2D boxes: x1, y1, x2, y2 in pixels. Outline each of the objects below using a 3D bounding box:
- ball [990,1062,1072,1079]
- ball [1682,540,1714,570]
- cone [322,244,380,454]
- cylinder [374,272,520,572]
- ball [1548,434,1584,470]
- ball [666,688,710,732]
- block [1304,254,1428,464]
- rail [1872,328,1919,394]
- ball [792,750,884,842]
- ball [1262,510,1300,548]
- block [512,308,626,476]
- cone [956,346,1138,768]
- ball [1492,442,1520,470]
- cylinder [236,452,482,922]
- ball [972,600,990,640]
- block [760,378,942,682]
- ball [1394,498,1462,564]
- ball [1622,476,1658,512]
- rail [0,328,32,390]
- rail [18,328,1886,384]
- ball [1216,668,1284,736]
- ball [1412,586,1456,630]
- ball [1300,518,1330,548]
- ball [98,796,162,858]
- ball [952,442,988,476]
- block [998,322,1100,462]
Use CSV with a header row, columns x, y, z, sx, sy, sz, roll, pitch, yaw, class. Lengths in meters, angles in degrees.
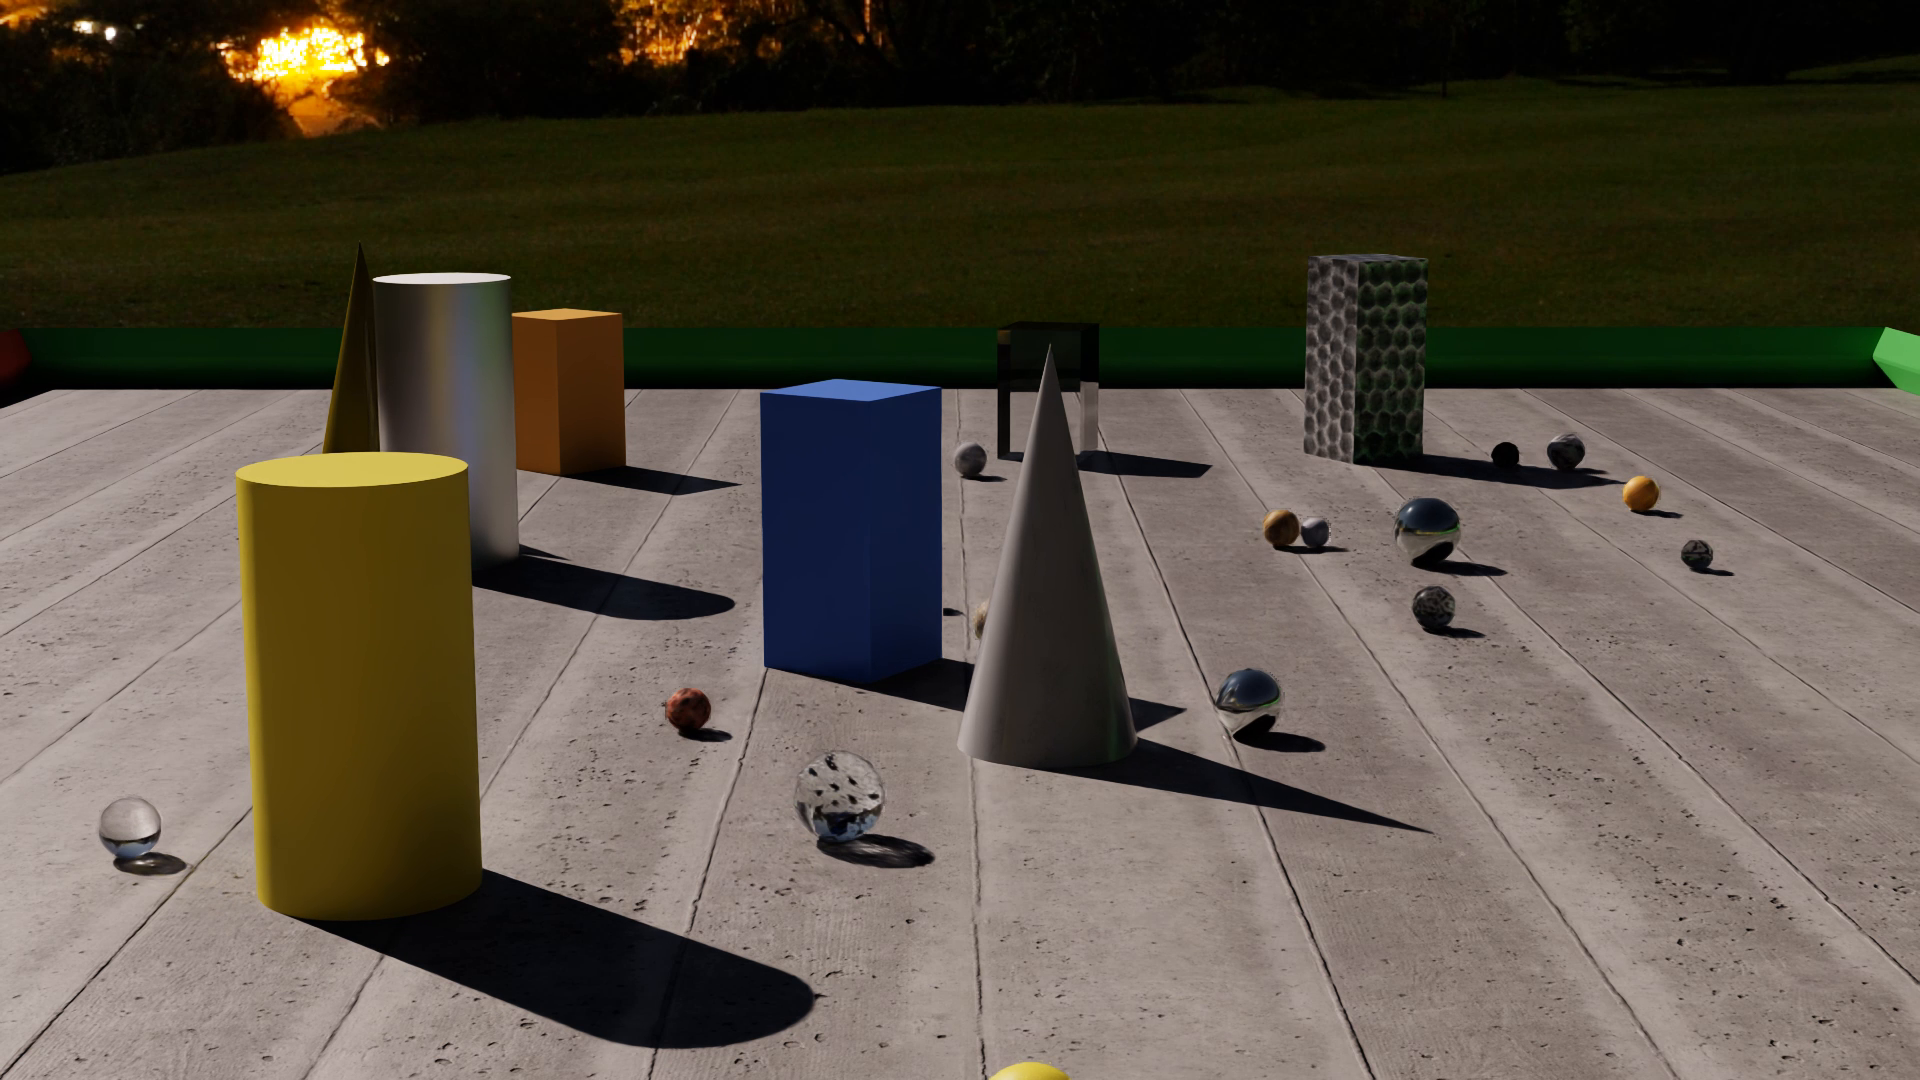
x,y,z,sx,sy,sz,roll,pitch,yaw,class
0.047,0.385,1.695,0.078,0.078,0.078,0,10,0,ball
1.076,0.021,3.746,0.045,0.045,0.045,0,10,0,ball
-0.954,-0.255,4.119,0.198,0.452,0.198,0,10,0,cone
-0.757,-0.176,3.786,0.198,0.419,0.198,0,10,0,cylinder
1.105,-0.162,4.679,0.066,0.066,0.066,0,10,0,ball
-0.300,0.188,2.839,0.048,0.048,0.048,0,10,0,ball
0.760,-0.343,4.811,0.158,0.373,0.158,-5,12,-27,block
2.133,0.031,3.461,0.045,0.128,5.047,0,10,0,rail
-0.115,0.243,2.435,0.087,0.087,0.087,0,10,0,ball
0.491,-0.018,3.922,0.058,0.058,0.058,0,10,0,ball
-0.726,-0.273,4.691,0.158,0.280,0.158,9,14,40,block
0.095,0.007,2.750,0.198,0.437,0.198,0,10,0,cone
0.995,-0.154,4.681,0.049,0.049,0.049,0,10,0,ball
-0.530,0.124,2.274,0.198,0.379,0.198,0,10,0,cylinder
0.048,0.105,3.241,0.065,0.065,0.065,0,10,0,ball
-0.131,-0.016,3.140,0.158,0.339,0.158,7,12,32,block
0.690,-0.014,3.790,0.099,0.099,0.099,0,10,0,ball
1.123,-0.076,4.235,0.058,0.058,0.058,0,10,0,ball
-2.133,0.035,3.437,0.045,0.128,5.047,0,10,0,rail
-0.014,-0.422,5.907,4.313,0.128,0.045,0,10,0,rail
0.318,0.179,2.818,0.074,0.074,0.074,0,10,0,ball
0.619,0.089,3.352,0.057,0.057,0.057,0,10,0,ball
0.543,-0.011,3.922,0.045,0.045,0.045,0,10,0,ball
-0.772,0.267,2.385,0.057,0.057,0.057,0,10,0,ball
0.018,-0.145,4.598,0.062,0.062,0.062,0,10,0,ball
0.167,-0.281,4.837,0.158,0.243,0.158,3,11,15,block
